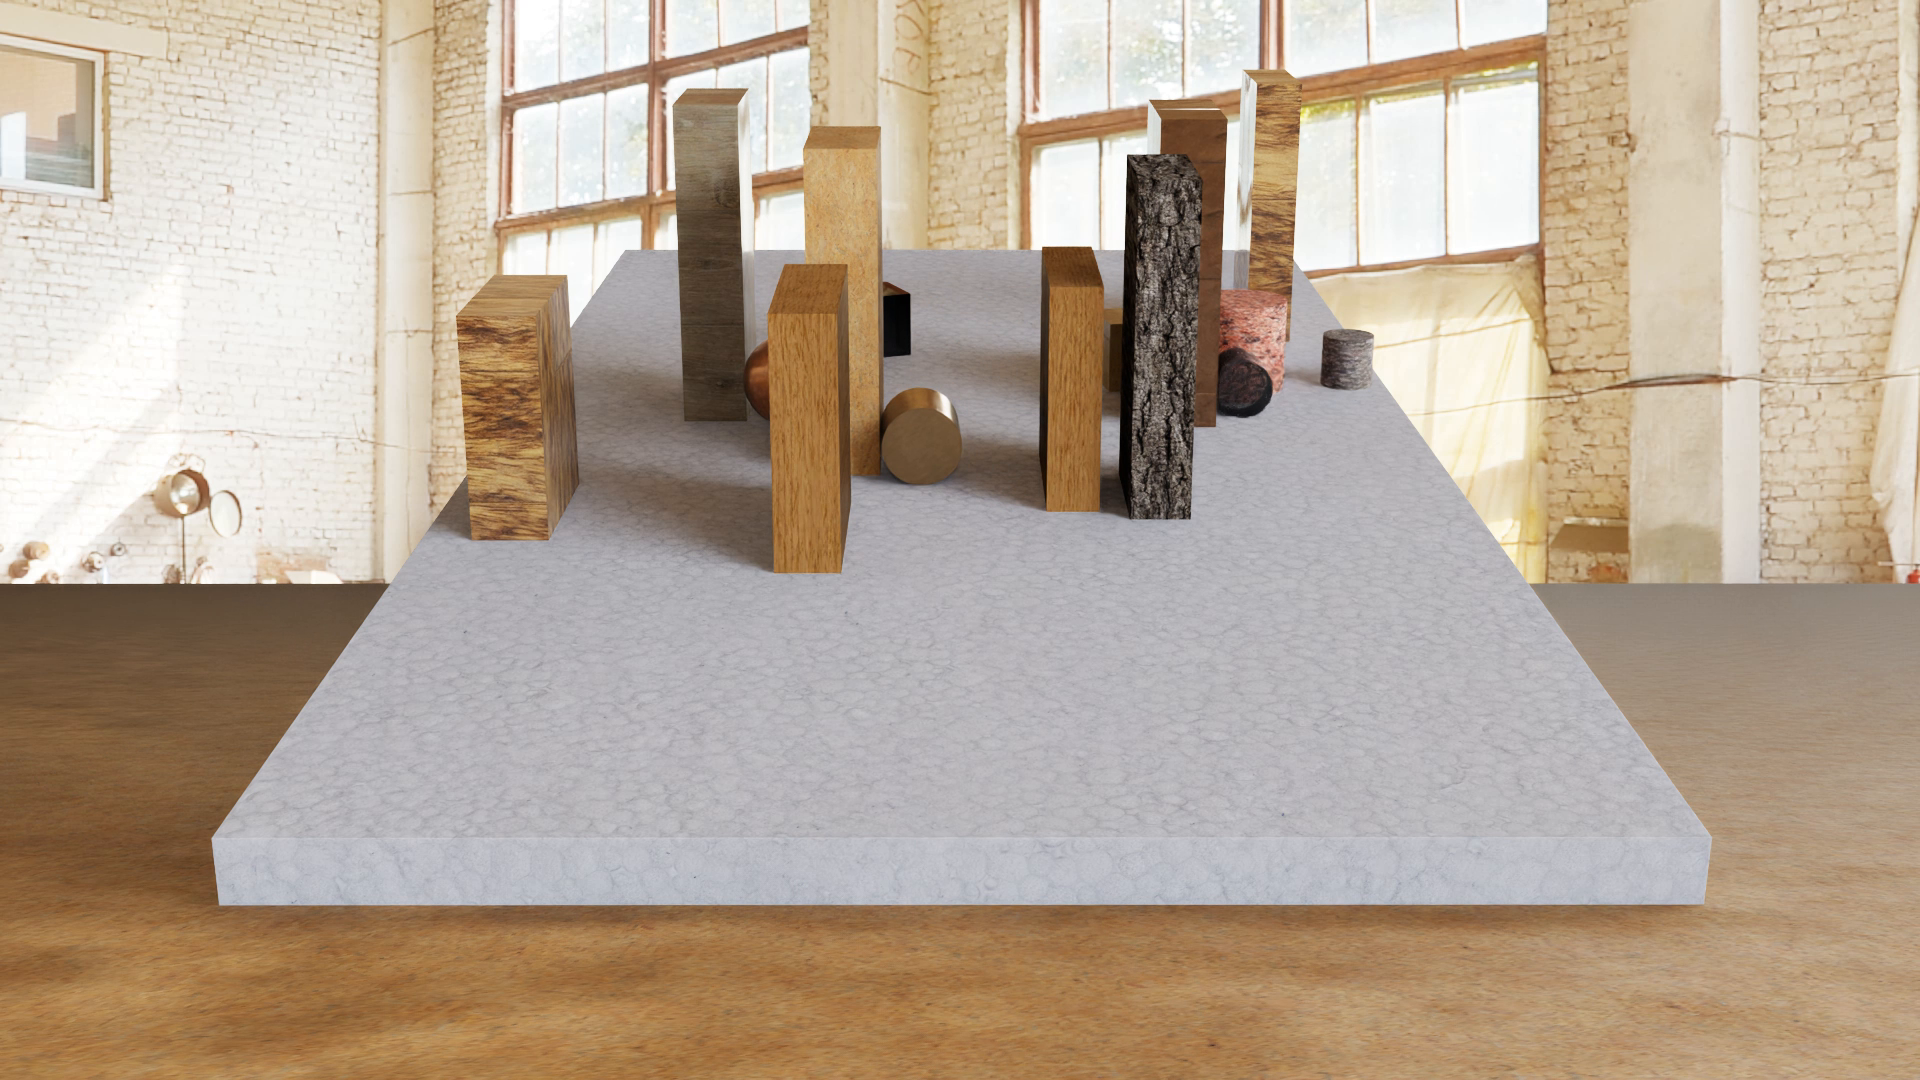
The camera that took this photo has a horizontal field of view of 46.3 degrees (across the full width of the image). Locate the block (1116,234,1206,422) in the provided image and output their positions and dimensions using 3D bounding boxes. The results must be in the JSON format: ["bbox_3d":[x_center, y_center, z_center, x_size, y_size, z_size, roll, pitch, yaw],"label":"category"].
[{"bbox_3d":[0.383,-0.395,4.331,0.116,0.304,0.649,0,0,0],"label":"block"}]

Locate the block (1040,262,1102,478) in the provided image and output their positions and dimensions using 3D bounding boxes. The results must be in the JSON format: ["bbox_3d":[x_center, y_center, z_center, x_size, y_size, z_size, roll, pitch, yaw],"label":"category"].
[{"bbox_3d":[0.218,-0.326,4.453,0.102,0.395,0.441,0,0,0],"label":"block"}]

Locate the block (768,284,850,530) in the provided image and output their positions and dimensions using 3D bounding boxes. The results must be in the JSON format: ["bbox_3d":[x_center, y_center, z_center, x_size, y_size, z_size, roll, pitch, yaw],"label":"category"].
[{"bbox_3d":[-0.271,-0.231,4.119,0.119,0.421,0.472,0,0,0],"label":"block"}]

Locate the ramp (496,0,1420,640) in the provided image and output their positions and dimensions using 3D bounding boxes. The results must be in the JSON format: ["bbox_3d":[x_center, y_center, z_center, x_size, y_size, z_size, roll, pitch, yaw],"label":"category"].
[{"bbox_3d":[-0.004,-0.193,4.904,2.000,4.000,0.100,0,0,0],"label":"ramp"}]

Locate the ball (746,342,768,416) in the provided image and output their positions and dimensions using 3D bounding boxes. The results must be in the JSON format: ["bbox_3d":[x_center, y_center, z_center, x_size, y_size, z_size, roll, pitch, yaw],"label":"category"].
[{"bbox_3d":[-0.371,-0.350,4.895,0.202,0.202,0.202,0,-1,0],"label":"ball"}]

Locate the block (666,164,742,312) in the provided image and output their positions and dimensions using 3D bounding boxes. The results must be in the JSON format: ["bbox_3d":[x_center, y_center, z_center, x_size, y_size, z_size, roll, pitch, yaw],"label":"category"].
[{"bbox_3d":[-0.539,-0.634,4.974,0.138,0.282,0.690,0,0,0],"label":"block"}]

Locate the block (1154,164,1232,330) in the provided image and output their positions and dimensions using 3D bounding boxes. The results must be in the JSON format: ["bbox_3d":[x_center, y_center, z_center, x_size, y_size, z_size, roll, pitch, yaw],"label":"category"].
[{"bbox_3d":[0.489,-0.614,4.952,0.140,0.316,0.668,0,0,0],"label":"block"}]

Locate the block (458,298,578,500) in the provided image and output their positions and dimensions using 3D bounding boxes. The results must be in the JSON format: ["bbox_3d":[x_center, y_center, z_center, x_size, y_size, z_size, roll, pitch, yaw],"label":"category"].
[{"bbox_3d":[-0.835,-0.258,4.268,0.143,0.358,0.426,0,0,0],"label":"block"}]

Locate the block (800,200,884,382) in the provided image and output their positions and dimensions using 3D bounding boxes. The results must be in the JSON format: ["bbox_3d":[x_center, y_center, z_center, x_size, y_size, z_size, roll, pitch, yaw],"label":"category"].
[{"bbox_3d":[-0.234,-0.494,4.604,0.143,0.305,0.661,0,0,0],"label":"block"}]
